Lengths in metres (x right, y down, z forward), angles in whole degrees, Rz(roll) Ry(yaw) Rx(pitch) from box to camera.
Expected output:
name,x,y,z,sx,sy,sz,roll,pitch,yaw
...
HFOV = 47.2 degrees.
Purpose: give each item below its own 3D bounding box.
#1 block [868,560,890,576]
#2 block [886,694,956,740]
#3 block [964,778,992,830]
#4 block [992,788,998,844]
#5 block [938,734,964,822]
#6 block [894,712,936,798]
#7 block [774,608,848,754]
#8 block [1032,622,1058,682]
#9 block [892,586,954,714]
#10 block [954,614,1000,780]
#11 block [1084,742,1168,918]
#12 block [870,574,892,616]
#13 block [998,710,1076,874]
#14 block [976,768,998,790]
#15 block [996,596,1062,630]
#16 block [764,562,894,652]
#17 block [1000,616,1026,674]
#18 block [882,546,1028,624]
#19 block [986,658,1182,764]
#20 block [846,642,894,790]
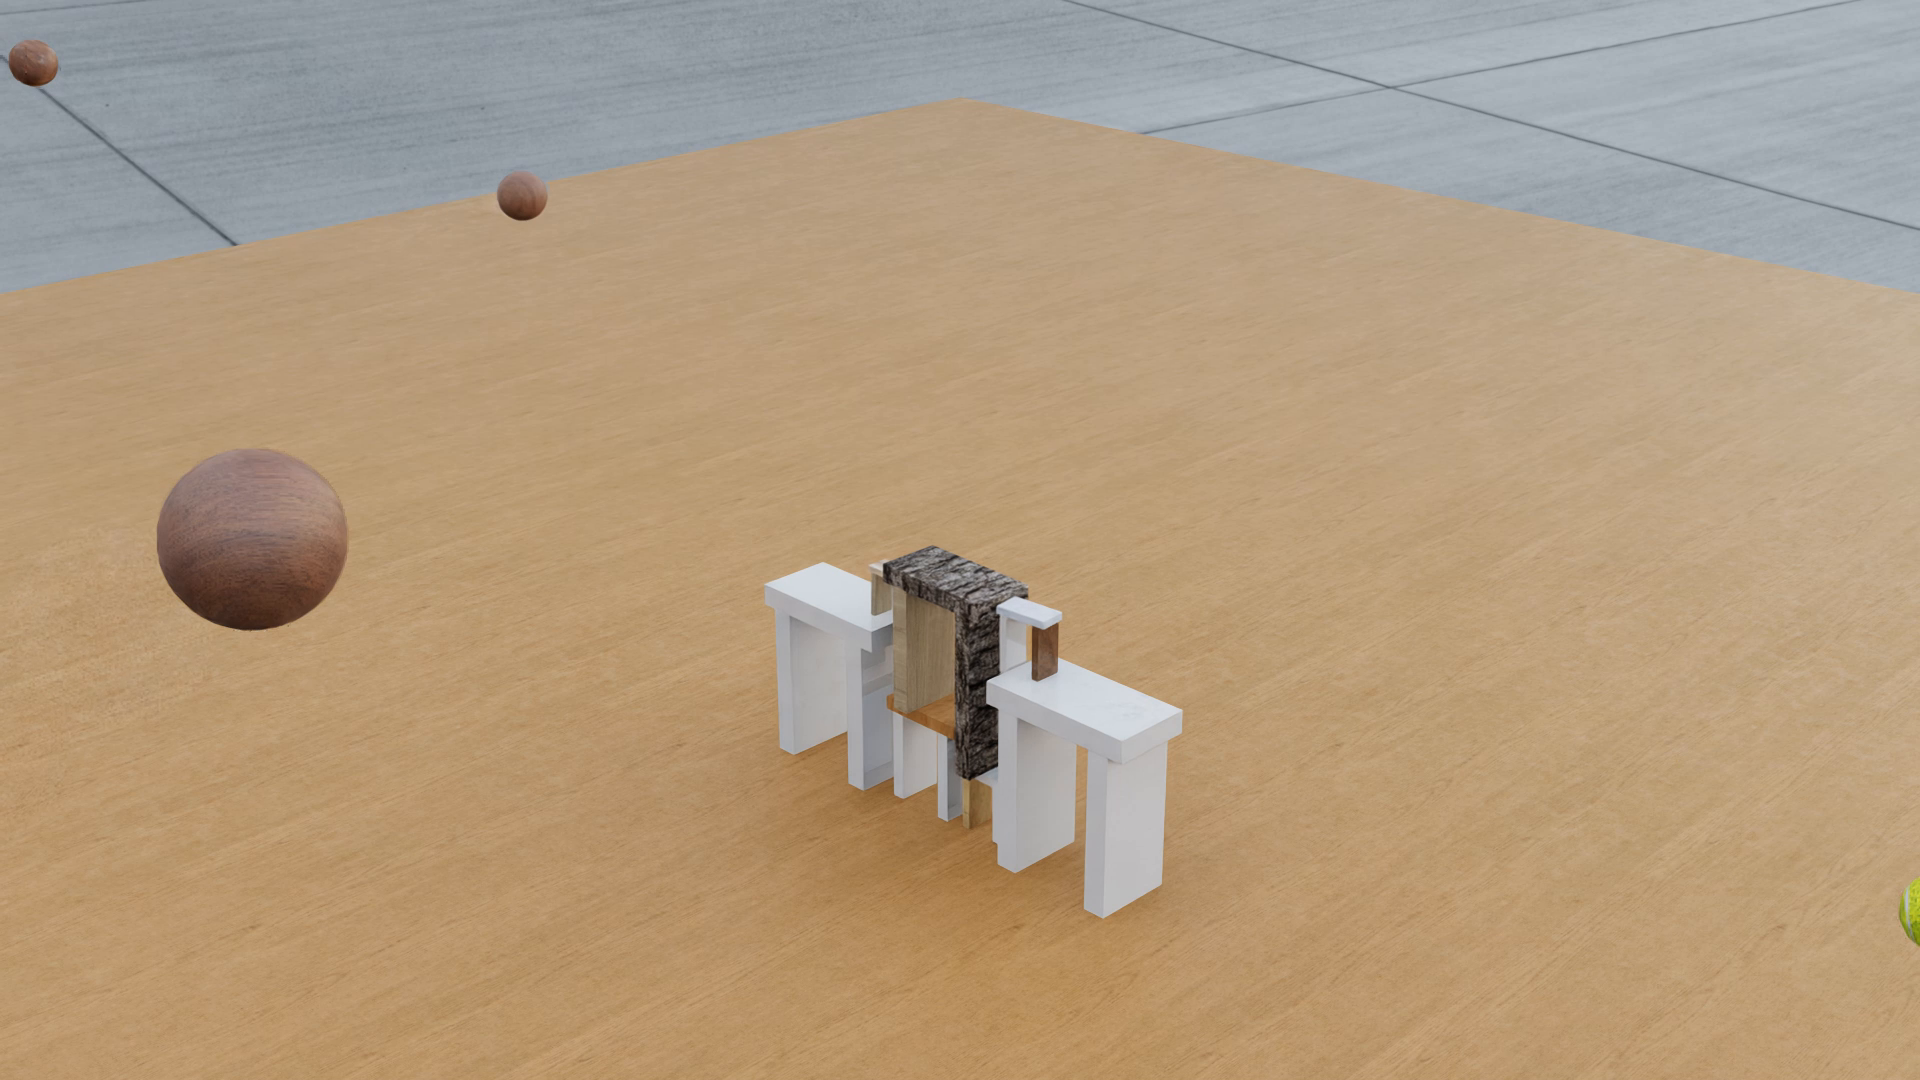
name,x,y,z,sx,sy,sz,roll,pitch,yaw
block,-0.134,0.064,4.399,0.046,0.013,0.093,-21,31,-40
block,-0.046,0.342,4.426,0.193,0.027,0.096,21,31,41
block,0.034,0.511,4.399,0.062,0.123,0.017,-21,31,-40
block,0.092,0.534,4.345,0.062,0.123,0.017,-21,31,-40
block,-0.001,0.461,4.427,0.027,0.193,0.096,21,31,41
block,-0.092,0.426,4.511,0.027,0.193,0.096,21,31,41
block,-0.312,0.278,4.686,0.046,0.328,0.164,21,31,41
block,0.160,0.205,4.144,0.016,0.112,0.056,21,31,41
block,-0.071,0.200,4.384,0.134,0.268,0.038,-21,31,-41
block,0.052,0.287,4.280,0.134,0.347,0.038,-21,31,-40
block,0.309,0.520,4.102,0.048,0.338,0.169,21,31,41
block,-0.158,0.103,4.441,0.013,0.093,0.046,24,33,39
block,0.150,0.458,4.249,0.048,0.338,0.169,21,31,41
block,0.061,0.458,4.343,0.062,0.017,0.123,-21,31,-40
block,0.130,0.137,4.139,0.112,0.016,0.056,18,29,36
block,-0.234,0.136,4.542,0.328,0.046,0.164,21,31,41
block,0.102,0.300,4.235,0.016,0.358,0.056,21,31,40
block,-0.010,0.084,4.265,0.134,0.038,0.268,-21,30,-39
block,0.230,0.311,4.100,0.338,0.048,0.169,21,31,41
block,-0.157,0.338,4.544,0.046,0.328,0.164,21,31,41
